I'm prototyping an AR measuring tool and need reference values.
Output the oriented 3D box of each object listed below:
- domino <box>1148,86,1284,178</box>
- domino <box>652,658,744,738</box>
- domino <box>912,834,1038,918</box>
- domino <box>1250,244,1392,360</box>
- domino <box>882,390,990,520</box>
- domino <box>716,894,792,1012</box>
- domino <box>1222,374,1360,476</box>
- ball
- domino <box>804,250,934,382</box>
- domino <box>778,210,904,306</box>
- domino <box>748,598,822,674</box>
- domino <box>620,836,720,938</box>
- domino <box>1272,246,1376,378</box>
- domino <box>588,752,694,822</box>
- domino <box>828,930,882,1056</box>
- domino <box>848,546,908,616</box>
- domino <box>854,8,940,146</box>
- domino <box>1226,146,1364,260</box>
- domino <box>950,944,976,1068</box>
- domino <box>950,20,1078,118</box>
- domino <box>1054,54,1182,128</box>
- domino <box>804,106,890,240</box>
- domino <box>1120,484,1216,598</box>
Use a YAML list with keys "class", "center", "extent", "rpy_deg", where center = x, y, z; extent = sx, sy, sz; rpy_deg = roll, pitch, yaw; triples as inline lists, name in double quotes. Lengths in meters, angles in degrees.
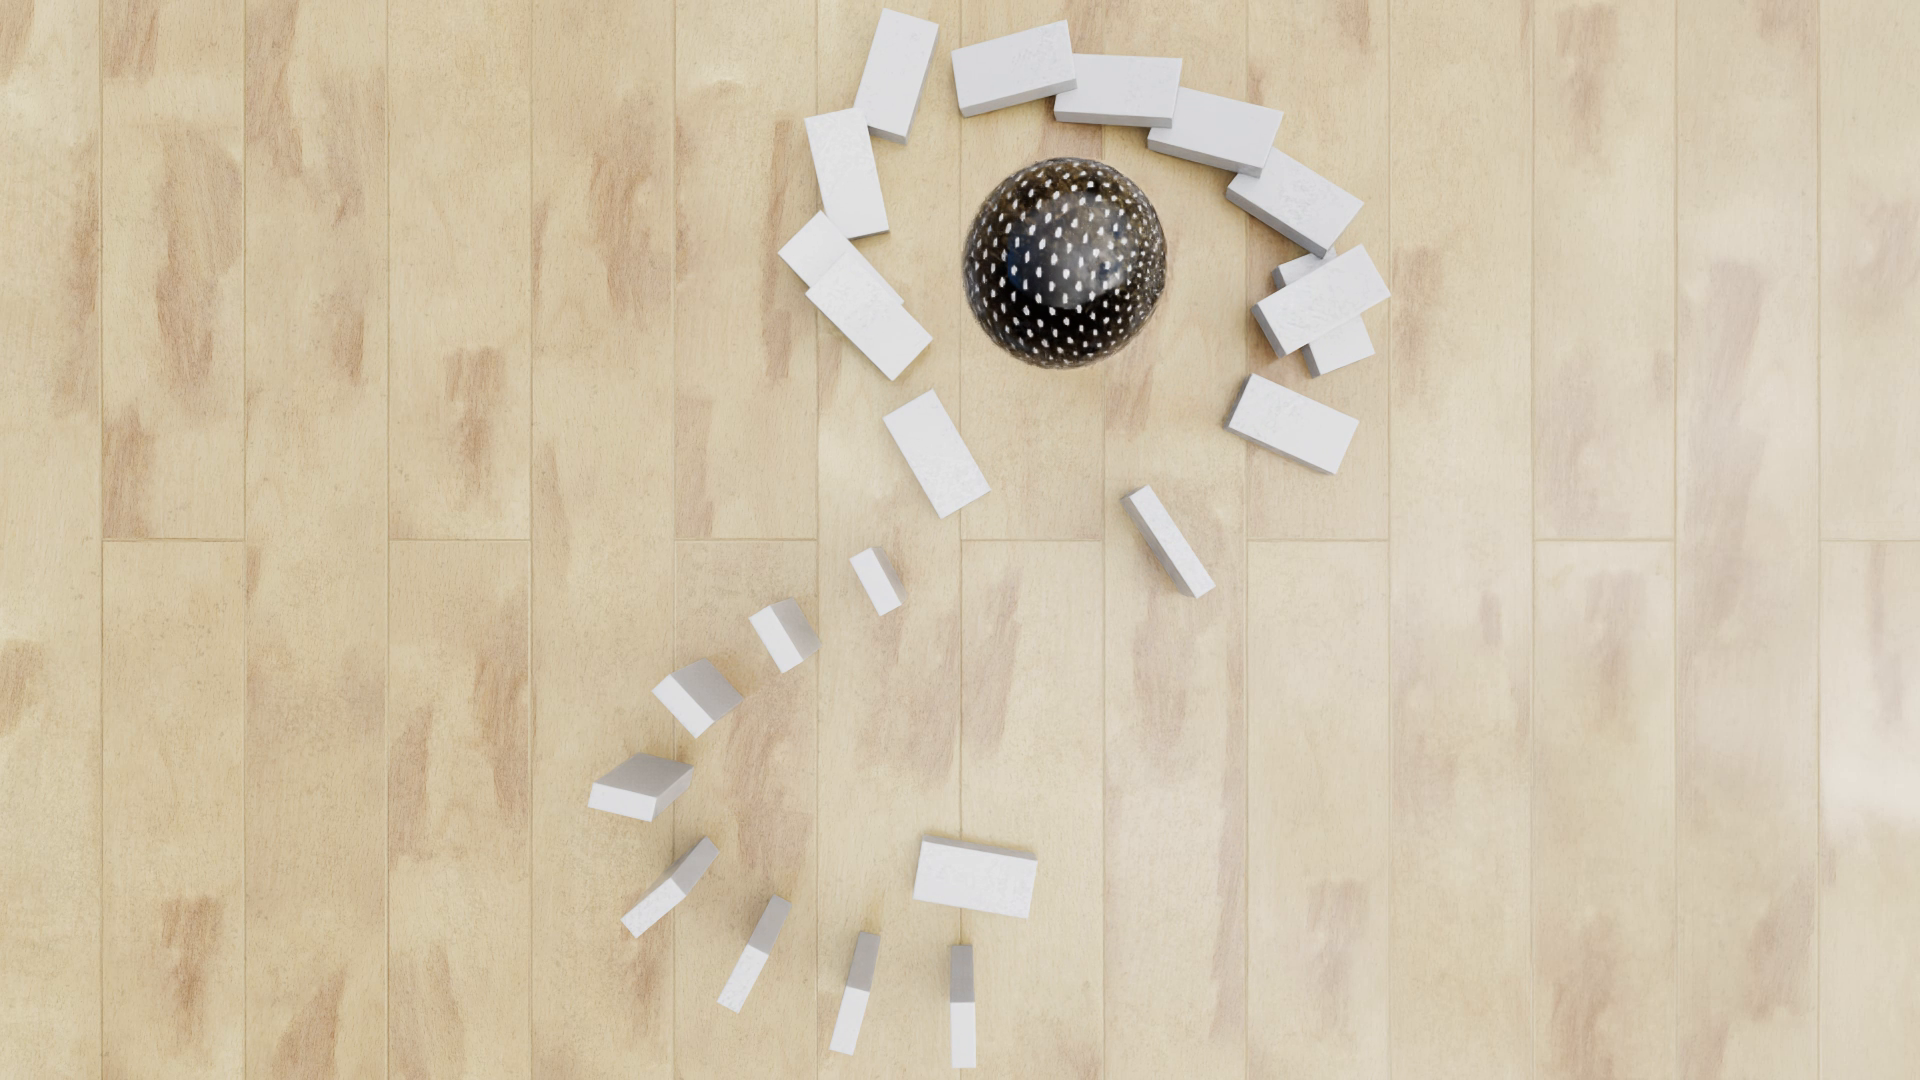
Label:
- class: "domino"
  center: [0.108, -0.174, 0.390]
  extent: [0.050, 0.010, 0.025]
  rpy_deg: [21, 90, 13]
- class: "domino"
  center: [-0.106, 0.064, 0.375]
  extent: [0.009, 0.050, 0.025]
  rpy_deg: [-43, 90, 0]
- class: "domino"
  center: [0.006, 0.145, 0.395]
  extent: [0.050, 0.009, 0.025]
  rpy_deg: [10, 90, 0]
- class: "domino"
  center: [0.152, -0.100, 0.386]
  extent: [0.050, 0.010, 0.025]
  rpy_deg: [-30, 90, 0]
- class: "domino"
  center: [-0.010, -0.037, 0.395]
  extent: [0.025, 0.009, 0.050]
  rpy_deg: [-30, 90, 0]
- class: "domino"
  center: [-0.083, 0.168, 0.375]
  extent: [0.010, 0.050, 0.025]
  rpy_deg: [28, 90, 0]
- class: "domino"
  center: [0.142, -0.050, 0.395]
  extent: [0.050, 0.010, 0.025]
  rpy_deg: [24, 90, 0]
- class: "ball"
  center: [0.041, -0.107, 0.360]
  extent: [0.080, 0.080, 0.080]
  rpy_deg: [0, 90, 0]
- class: "domino"
  center: [-0.038, -0.094, 0.385]
  extent: [0.050, 0.010, 0.025]
  rpy_deg: [44, 90, -15]
- class: "domino"
  center: [-0.050, -0.111, 0.389]
  extent: [0.025, 0.009, 0.050]
  rpy_deg: [-45, 105, 0]
- class: "domino"
  center: [-0.070, 0.038, 0.375]
  extent: [0.010, 0.050, 0.025]
  rpy_deg: [-31, 90, 0]
- class: "domino"
  center: [-0.117, 0.141, 0.375]
  extent: [0.025, 0.050, 0.009]
  rpy_deg: [-40, 90, 0]
- class: "domino"
  center: [0.156, -0.098, 0.395]
  extent: [0.025, 0.010, 0.050]
  rpy_deg: [-21, 90, 0]
- class: "domino"
  center: [-0.129, 0.100, 0.375]
  extent: [0.025, 0.050, 0.010]
  rpy_deg: [13, 90, 0]
- class: "domino"
  center: [-0.042, 0.184, 0.375]
  extent: [0.009, 0.050, 0.025]
  rpy_deg: [15, 90, 0]
- class: "domino"
  center: [-0.032, 0.016, 0.375]
  extent: [0.010, 0.050, 0.025]
  rpy_deg: [-28, 90, 0]
- class: "domino"
  center: [-0.028, -0.200, 0.395]
  extent: [0.025, 0.009, 0.050]
  rpy_deg: [17, 90, 0]
- class: "domino"
  center: [0.142, -0.145, 0.390]
  extent: [0.050, 0.010, 0.025]
  rpy_deg: [38, 90, 12]
- class: "domino"
  center: [0.001, 0.189, 0.375]
  extent: [0.009, 0.050, 0.025]
  rpy_deg: [-1, 90, 0]
- class: "domino"
  center: [0.023, -0.200, 0.390]
  extent: [0.050, 0.010, 0.025]
  rpy_deg: [-9, 89, 12]
- class: "domino"
  center: [0.067, -0.191, 0.390]
  extent: [0.050, 0.010, 0.025]
  rpy_deg: [10, 90, 13]
- class: "domino"
  center: [-0.048, -0.155, 0.390]
  extent: [0.025, 0.009, 0.050]
  rpy_deg: [-12, 102, 0]
- class: "domino"
  center: [0.087, 0.001, 0.388]
  extent: [0.010, 0.025, 0.050]
  rpy_deg: [-34, 90, 0]
